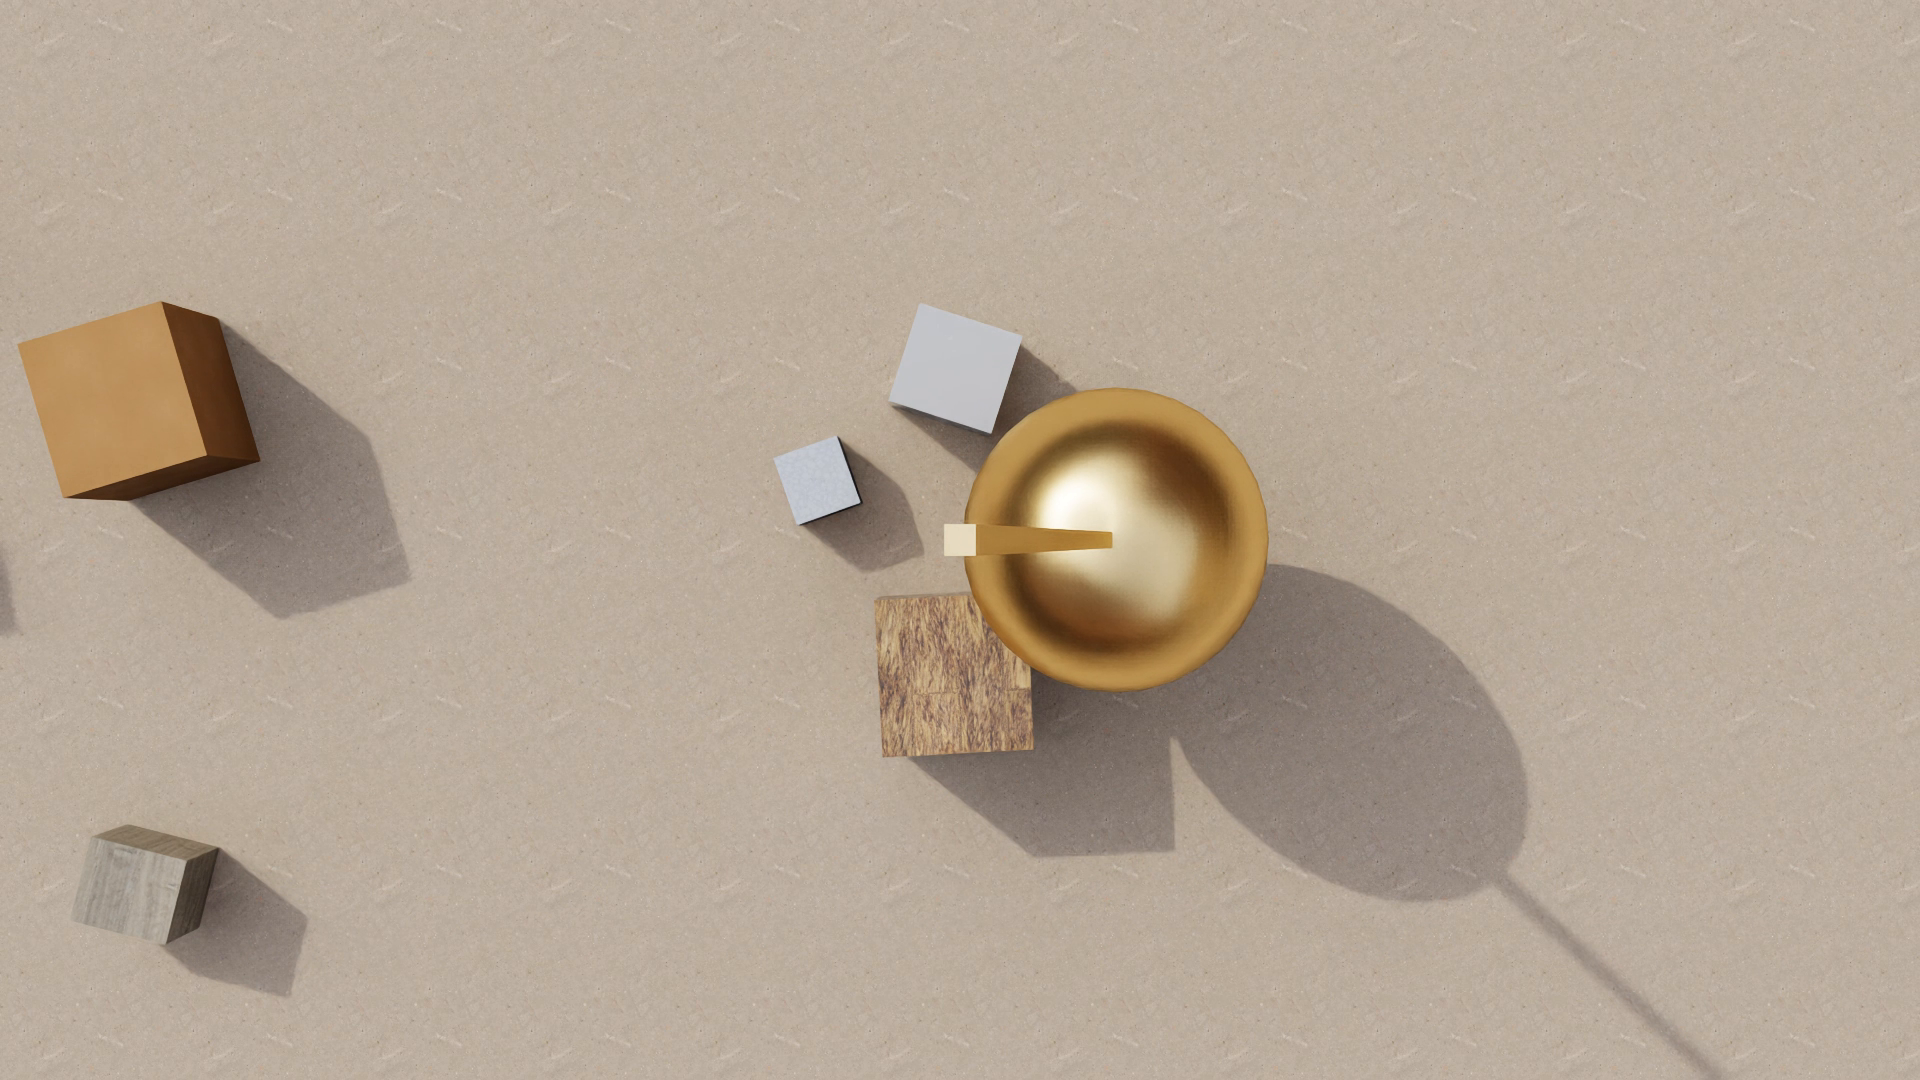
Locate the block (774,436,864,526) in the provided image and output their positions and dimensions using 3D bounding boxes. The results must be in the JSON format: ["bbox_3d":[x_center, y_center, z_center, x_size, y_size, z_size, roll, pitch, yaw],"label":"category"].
[{"bbox_3d":[-0.821,-0.342,12.807,0.386,0.386,0.409,-20,90,0],"label":"block"}]

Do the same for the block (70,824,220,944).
[{"bbox_3d":[-4.709,1.986,12.725,0.560,0.550,0.491,14,90,0],"label":"block"}]

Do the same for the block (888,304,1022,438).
[{"bbox_3d":[-0.026,-0.975,12.738,0.613,0.524,0.582,18,90,0],"label":"block"}]

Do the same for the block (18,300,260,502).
[{"bbox_3d":[-4.654,-0.771,12.535,0.824,0.931,0.883,-17,90,0],"label":"block"}]

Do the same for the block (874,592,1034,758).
[{"bbox_3d":[-0.032,0.742,12.551,0.836,0.898,0.866,-3,90,0],"label":"block"}]

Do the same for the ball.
[{"bbox_3d":[0.810,0.000,11.504,1.600,1.600,1.600,0,90,0],"label":"ball"}]

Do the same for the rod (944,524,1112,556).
[{"bbox_3d":[0.351,0.000,8.135,0.080,5.200,0.080,0,90,8],"label":"rod"}]
